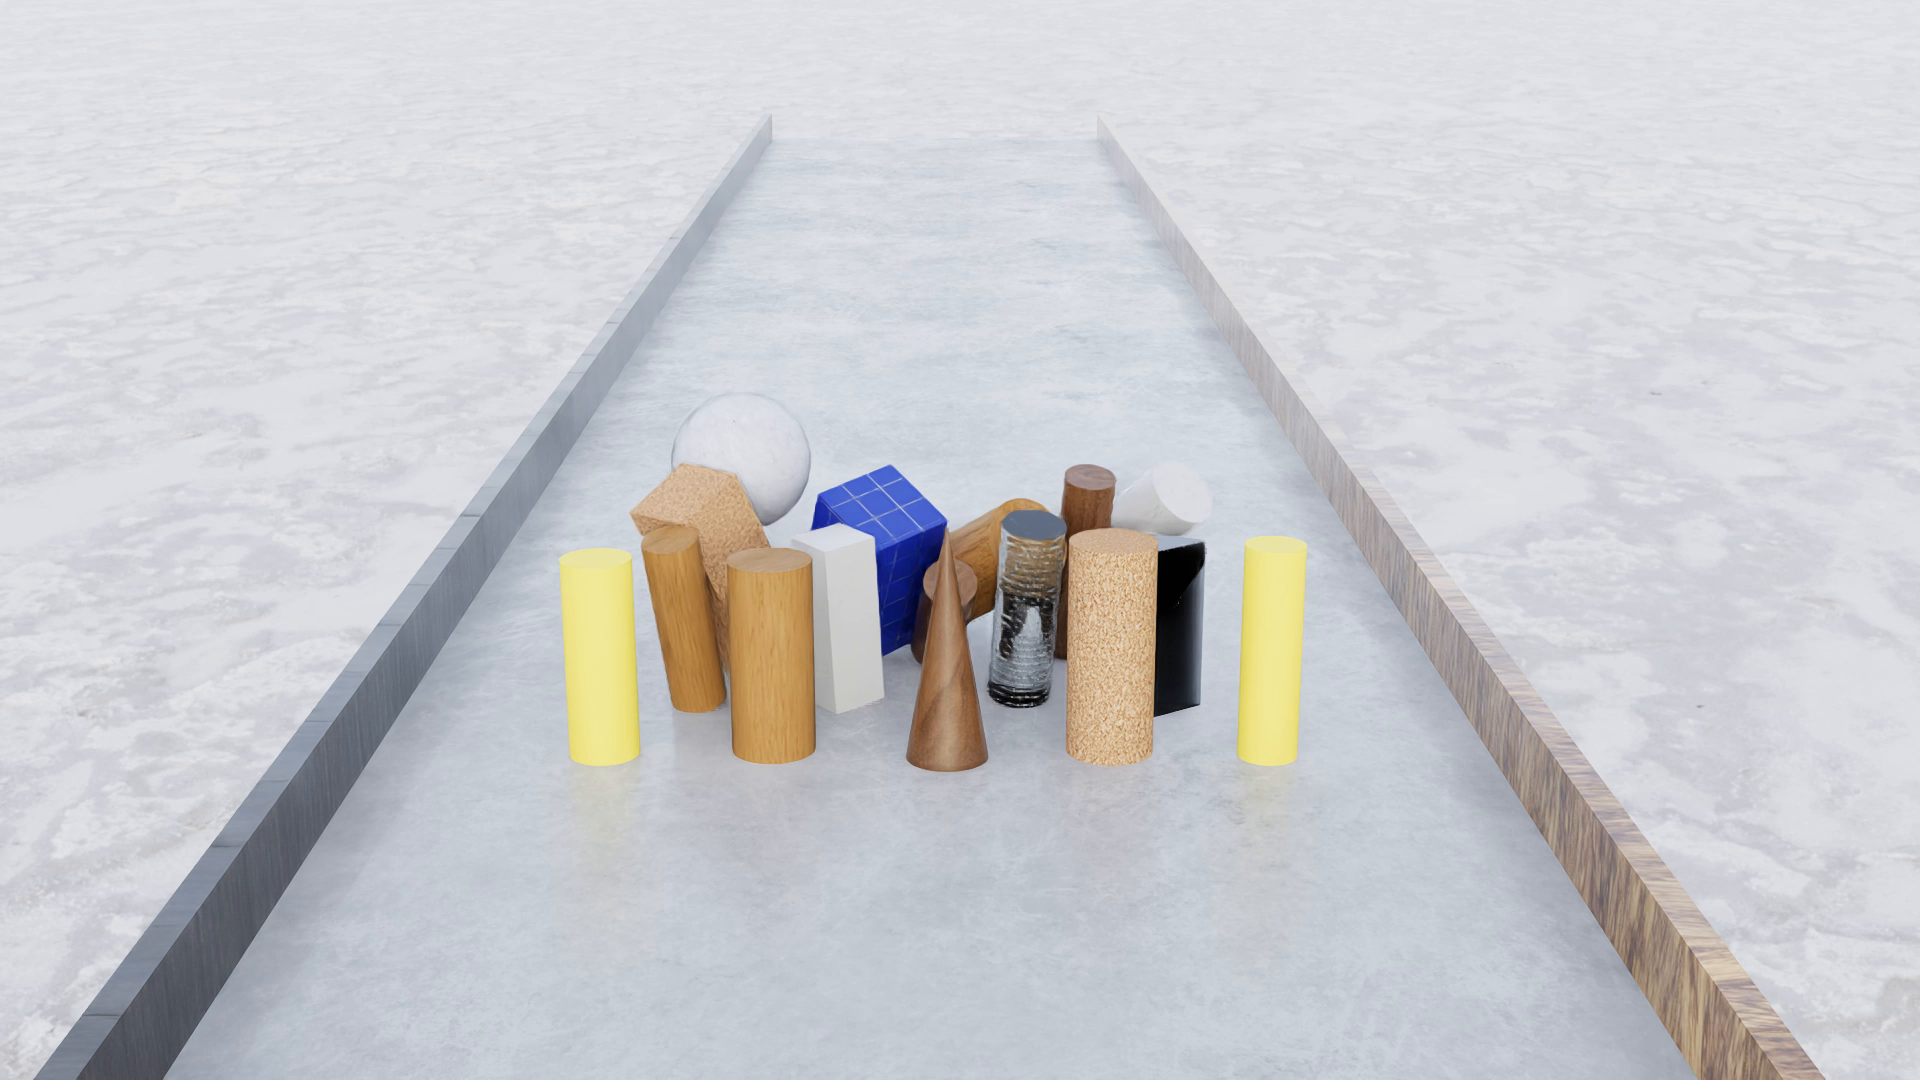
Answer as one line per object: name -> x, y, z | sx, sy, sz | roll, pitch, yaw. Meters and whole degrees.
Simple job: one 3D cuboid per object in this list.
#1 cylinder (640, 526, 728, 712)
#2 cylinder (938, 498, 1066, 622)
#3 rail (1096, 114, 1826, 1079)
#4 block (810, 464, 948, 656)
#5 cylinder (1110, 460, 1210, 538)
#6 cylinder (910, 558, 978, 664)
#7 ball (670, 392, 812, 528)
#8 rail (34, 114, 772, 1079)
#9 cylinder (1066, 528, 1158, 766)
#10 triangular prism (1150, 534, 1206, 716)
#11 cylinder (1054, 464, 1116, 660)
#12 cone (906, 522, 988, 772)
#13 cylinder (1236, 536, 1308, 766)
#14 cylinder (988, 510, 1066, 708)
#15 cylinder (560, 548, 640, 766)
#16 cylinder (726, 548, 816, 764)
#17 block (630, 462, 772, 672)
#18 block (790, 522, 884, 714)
cylinder -> -0.512, 0.149, 4.095 | 0.106, 0.345, 0.106 | -5, 29, 3
cylinder -> 0.025, 0.062, 4.372 | 0.176, 0.176, 0.417 | -12, -10, -34
rail -> 0.932, -0.844, 7.801 | 0.050, 0.150, 12.000 | 0, 17, -1
block -> -0.178, 0.056, 4.310 | 0.180, 0.335, 0.180 | -24, 55, -34
cylinder -> 0.310, 0.014, 4.469 | 0.145, 0.145, 0.449 | -18, -17, -46
cylinder -> -0.033, 0.145, 4.249 | 0.102, 0.102, 0.306 | -2, -25, -7
ball -> -0.435, -0.157, 4.378 | 0.278, 0.278, 0.278 | 0, 17, 0
rail -> -1.118, -0.838, 7.780 | 0.050, 0.150, 12.000 | 0, 17, -1
cylinder -> 0.269, 0.189, 3.904 | 0.156, 0.391, 0.156 | 0, 17, 0
triangular prism -> 0.379, 0.154, 4.139 | 0.119, 0.324, 0.103 | -11, 20, -33
cylinder -> 0.237, 0.046, 4.355 | 0.101, 0.395, 0.101 | 4, 31, -2
cone -> -0.023, 0.177, 3.866 | 0.148, 0.436, 0.148 | 0, 17, 0
cylinder -> 0.549, 0.196, 3.880 | 0.108, 0.392, 0.108 | 0, 17, 0
cylinder -> 0.124, 0.131, 4.124 | 0.119, 0.361, 0.119 | 3, 28, -2
cylinder -> -0.637, 0.207, 3.893 | 0.126, 0.364, 0.126 | 0, 17, 0
cylinder -> -0.335, 0.205, 3.914 | 0.151, 0.355, 0.151 | 0, 17, 0
block -> -0.458, 0.064, 4.255 | 0.154, 0.399, 0.154 | 13, 48, 41
block -> -0.230, 0.147, 4.145 | 0.112, 0.325, 0.112 | -17, 24, -35
